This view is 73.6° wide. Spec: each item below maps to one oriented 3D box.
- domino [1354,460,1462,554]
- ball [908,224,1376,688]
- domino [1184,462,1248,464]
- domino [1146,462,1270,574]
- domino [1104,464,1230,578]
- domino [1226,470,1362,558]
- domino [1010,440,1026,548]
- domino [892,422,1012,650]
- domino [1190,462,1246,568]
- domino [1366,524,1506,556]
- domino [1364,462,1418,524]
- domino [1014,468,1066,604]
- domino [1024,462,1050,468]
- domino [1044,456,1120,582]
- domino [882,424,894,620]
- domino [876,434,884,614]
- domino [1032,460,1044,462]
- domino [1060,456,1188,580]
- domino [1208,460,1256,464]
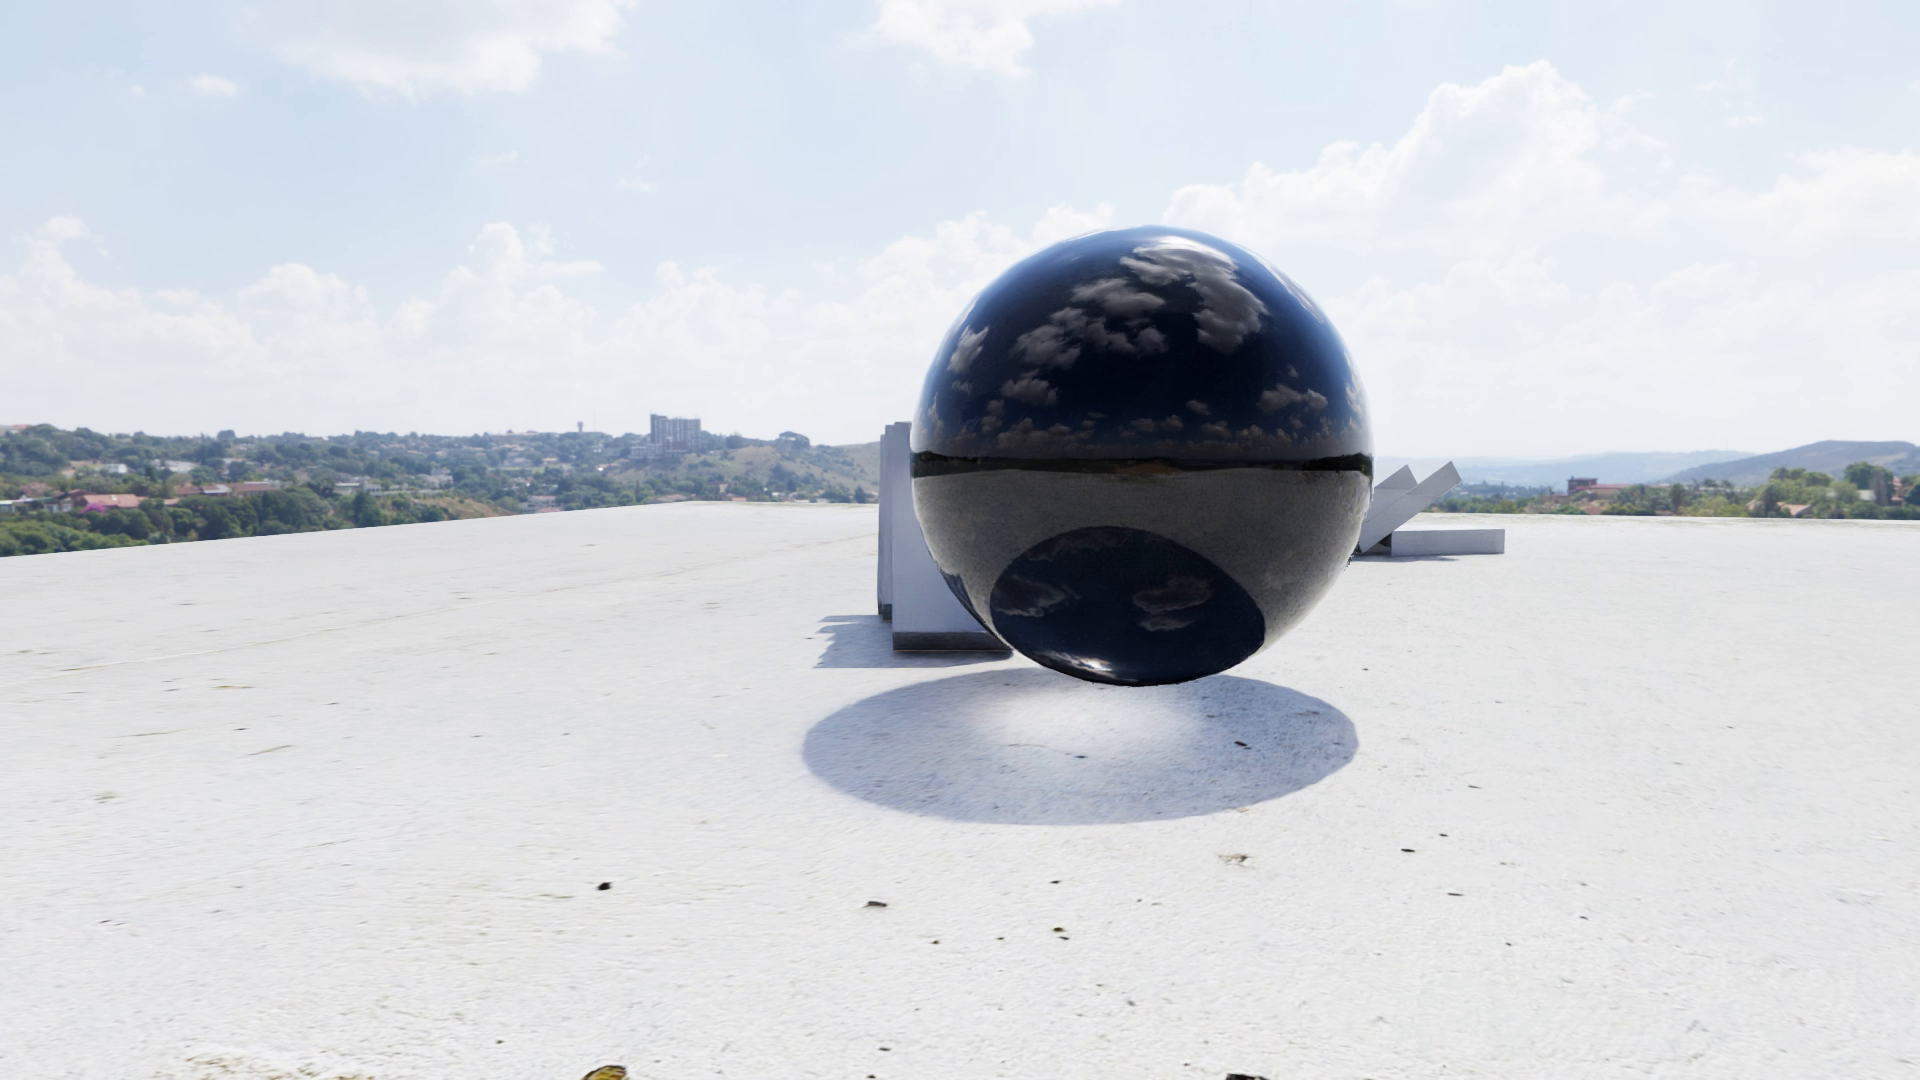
[{"bbox_3d":[0.167,-0.014,0.499,0.050,0.009,0.025,-34,12,-10],"label":"domino"},{"bbox_3d":[0.031,-0.014,0.225,0.080,0.080,0.080,0,4,0],"label":"ball"},{"bbox_3d":[0.089,-0.011,0.477,0.025,0.009,0.050,2,38,31],"label":"domino"},{"bbox_3d":[0.080,-0.008,0.437,0.050,0.009,0.025,-40,27,-26],"label":"domino"},{"bbox_3d":[0.064,-0.007,0.427,0.050,0.009,0.025,-40,25,-26],"label":"domino"},{"bbox_3d":[0.125,-0.010,0.491,0.050,0.010,0.025,-30,10,-10],"label":"domino"},{"bbox_3d":[0.002,-0.005,0.345,0.025,0.050,0.009,1,-37,11],"label":"domino"},{"bbox_3d":[-0.002,-0.001,0.272,0.025,0.050,0.010,0,-28,-2],"label":"domino"},{"bbox_3d":[0.087,-0.009,0.458,0.025,0.009,0.050,3,38,31],"label":"domino"},{"bbox_3d":[0.185,0.000,0.506,0.050,0.009,0.025,-1,4,-15],"label":"domino"},{"bbox_3d":[0.148,-0.012,0.494,0.050,0.009,0.025,-34,12,-9],"label":"domino"},{"bbox_3d":[0.015,-0.002,0.360,0.025,0.010,0.050,1,38,11],"label":"domino"},{"bbox_3d":[0.013,-0.005,0.381,0.025,0.010,0.050,-4,37,10],"label":"domino"},{"bbox_3d":[0.029,-0.008,0.413,0.025,0.009,0.050,2,42,37],"label":"domino"},{"bbox_3d":[-0.006,-0.005,0.317,0.025,0.050,0.009,0,-28,-2],"label":"domino"},{"bbox_3d":[-0.008,-0.005,0.330,0.025,0.050,0.009,0,-34,-2],"label":"domino"},{"bbox_3d":[0.013,-0.006,0.399,0.025,0.009,0.050,-4,37,10],"label":"domino"},{"bbox_3d":[0.049,-0.008,0.418,0.050,0.010,0.025,-45,27,-24],"label":"domino"},{"bbox_3d":[0.095,-0.013,0.496,0.025,0.009,0.050,0,37,36],"label":"domino"}]
